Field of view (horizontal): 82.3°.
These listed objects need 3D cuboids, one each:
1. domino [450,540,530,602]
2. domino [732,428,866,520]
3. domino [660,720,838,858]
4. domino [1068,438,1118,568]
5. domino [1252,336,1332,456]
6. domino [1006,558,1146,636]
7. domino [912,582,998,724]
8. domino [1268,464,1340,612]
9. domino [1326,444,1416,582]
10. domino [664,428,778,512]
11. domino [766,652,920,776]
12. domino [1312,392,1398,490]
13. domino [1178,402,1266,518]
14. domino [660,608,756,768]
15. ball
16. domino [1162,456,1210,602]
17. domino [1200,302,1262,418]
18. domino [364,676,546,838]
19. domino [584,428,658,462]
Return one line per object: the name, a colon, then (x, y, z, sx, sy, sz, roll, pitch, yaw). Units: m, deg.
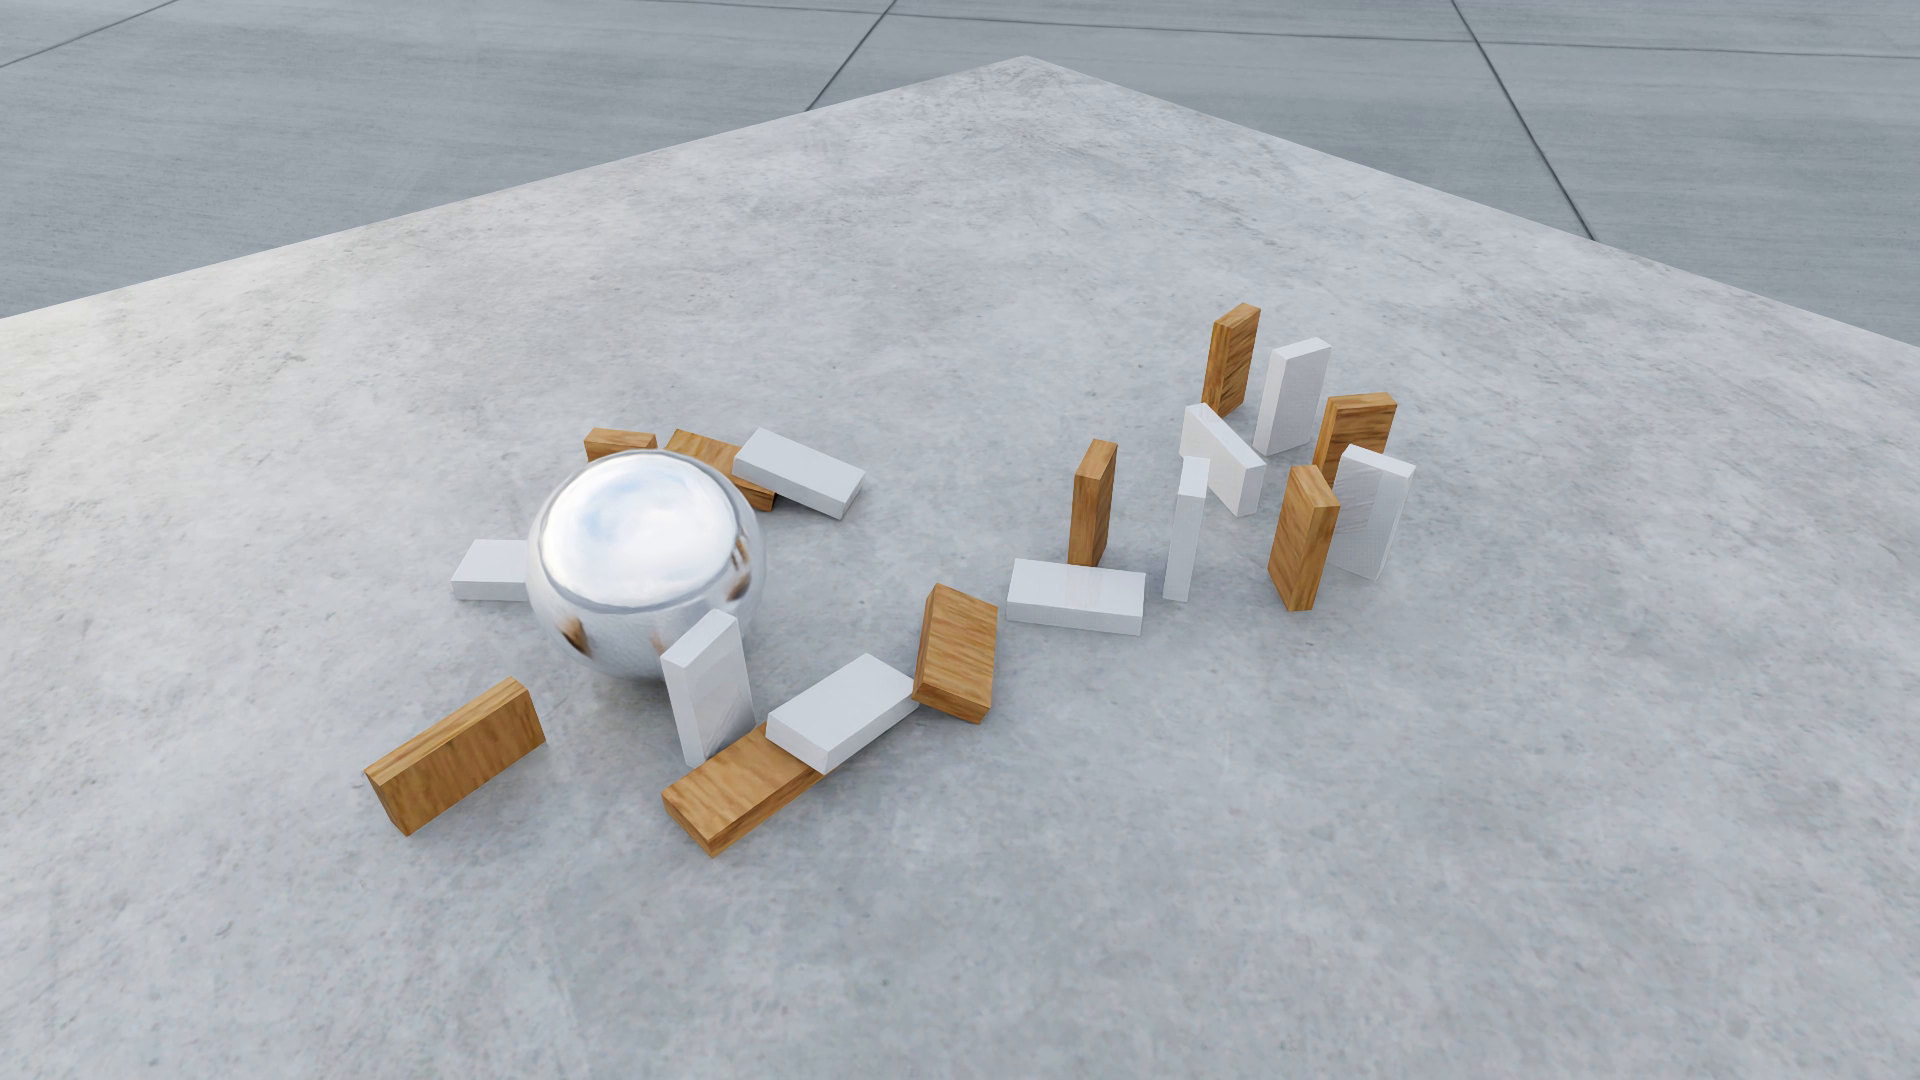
domino: (-0.168, 0.012, 0.429, 0.050, 0.010, 0.025, 1, 39, 2)
domino: (-0.068, -0.029, 0.467, 0.050, 0.009, 0.025, 23, 40, 2)
domino: (-0.066, 0.076, 0.351, 0.025, 0.010, 0.050, 32, 49, 33)
domino: (0.051, -0.011, 0.425, 0.010, 0.050, 0.025, 14, 41, 16)
domino: (0.147, -0.063, 0.489, 0.025, 0.050, 0.009, -18, 43, -21)
domino: (0.044, 0.021, 0.417, 0.050, 0.010, 0.025, 6, 40, 8)
domino: (-0.001, 0.039, 0.388, 0.025, 0.009, 0.050, 23, 38, -13)
domino: (0.128, 0.000, 0.412, 0.010, 0.050, 0.025, -4, 39, -4)
domino: (0.155, -0.010, 0.424, 0.025, 0.050, 0.010, 24, 45, 26)
domino: (-0.101, -0.030, 0.470, 0.050, 0.010, 0.025, 16, 40, -4)
domino: (-0.037, 0.056, 0.364, 0.025, 0.009, 0.050, 26, 32, 25)
domino: (0.161, -0.037, 0.456, 0.025, 0.050, 0.009, -5, 40, -7)
domino: (0.112, -0.035, 0.474, 0.009, 0.025, 0.050, -13, 41, -15)
domino: (-0.080, 0.049, 0.352, 0.010, 0.050, 0.025, 20, 43, 23)
ball: (-0.107, 0.009, 0.377, 0.080, 0.080, 0.080, 0, 39, 0)
domino: (0.085, -0.004, 0.416, 0.010, 0.050, 0.025, 9, 40, 11)
domino: (0.125, -0.082, 0.512, 0.009, 0.050, 0.025, 29, 48, 31)
domino: (-0.158, 0.068, 0.348, 0.010, 0.025, 0.050, 28, 47, 30)
domino: (-0.130, -0.020, 0.436, 0.025, 0.050, 0.009, 7, 40, 8)
